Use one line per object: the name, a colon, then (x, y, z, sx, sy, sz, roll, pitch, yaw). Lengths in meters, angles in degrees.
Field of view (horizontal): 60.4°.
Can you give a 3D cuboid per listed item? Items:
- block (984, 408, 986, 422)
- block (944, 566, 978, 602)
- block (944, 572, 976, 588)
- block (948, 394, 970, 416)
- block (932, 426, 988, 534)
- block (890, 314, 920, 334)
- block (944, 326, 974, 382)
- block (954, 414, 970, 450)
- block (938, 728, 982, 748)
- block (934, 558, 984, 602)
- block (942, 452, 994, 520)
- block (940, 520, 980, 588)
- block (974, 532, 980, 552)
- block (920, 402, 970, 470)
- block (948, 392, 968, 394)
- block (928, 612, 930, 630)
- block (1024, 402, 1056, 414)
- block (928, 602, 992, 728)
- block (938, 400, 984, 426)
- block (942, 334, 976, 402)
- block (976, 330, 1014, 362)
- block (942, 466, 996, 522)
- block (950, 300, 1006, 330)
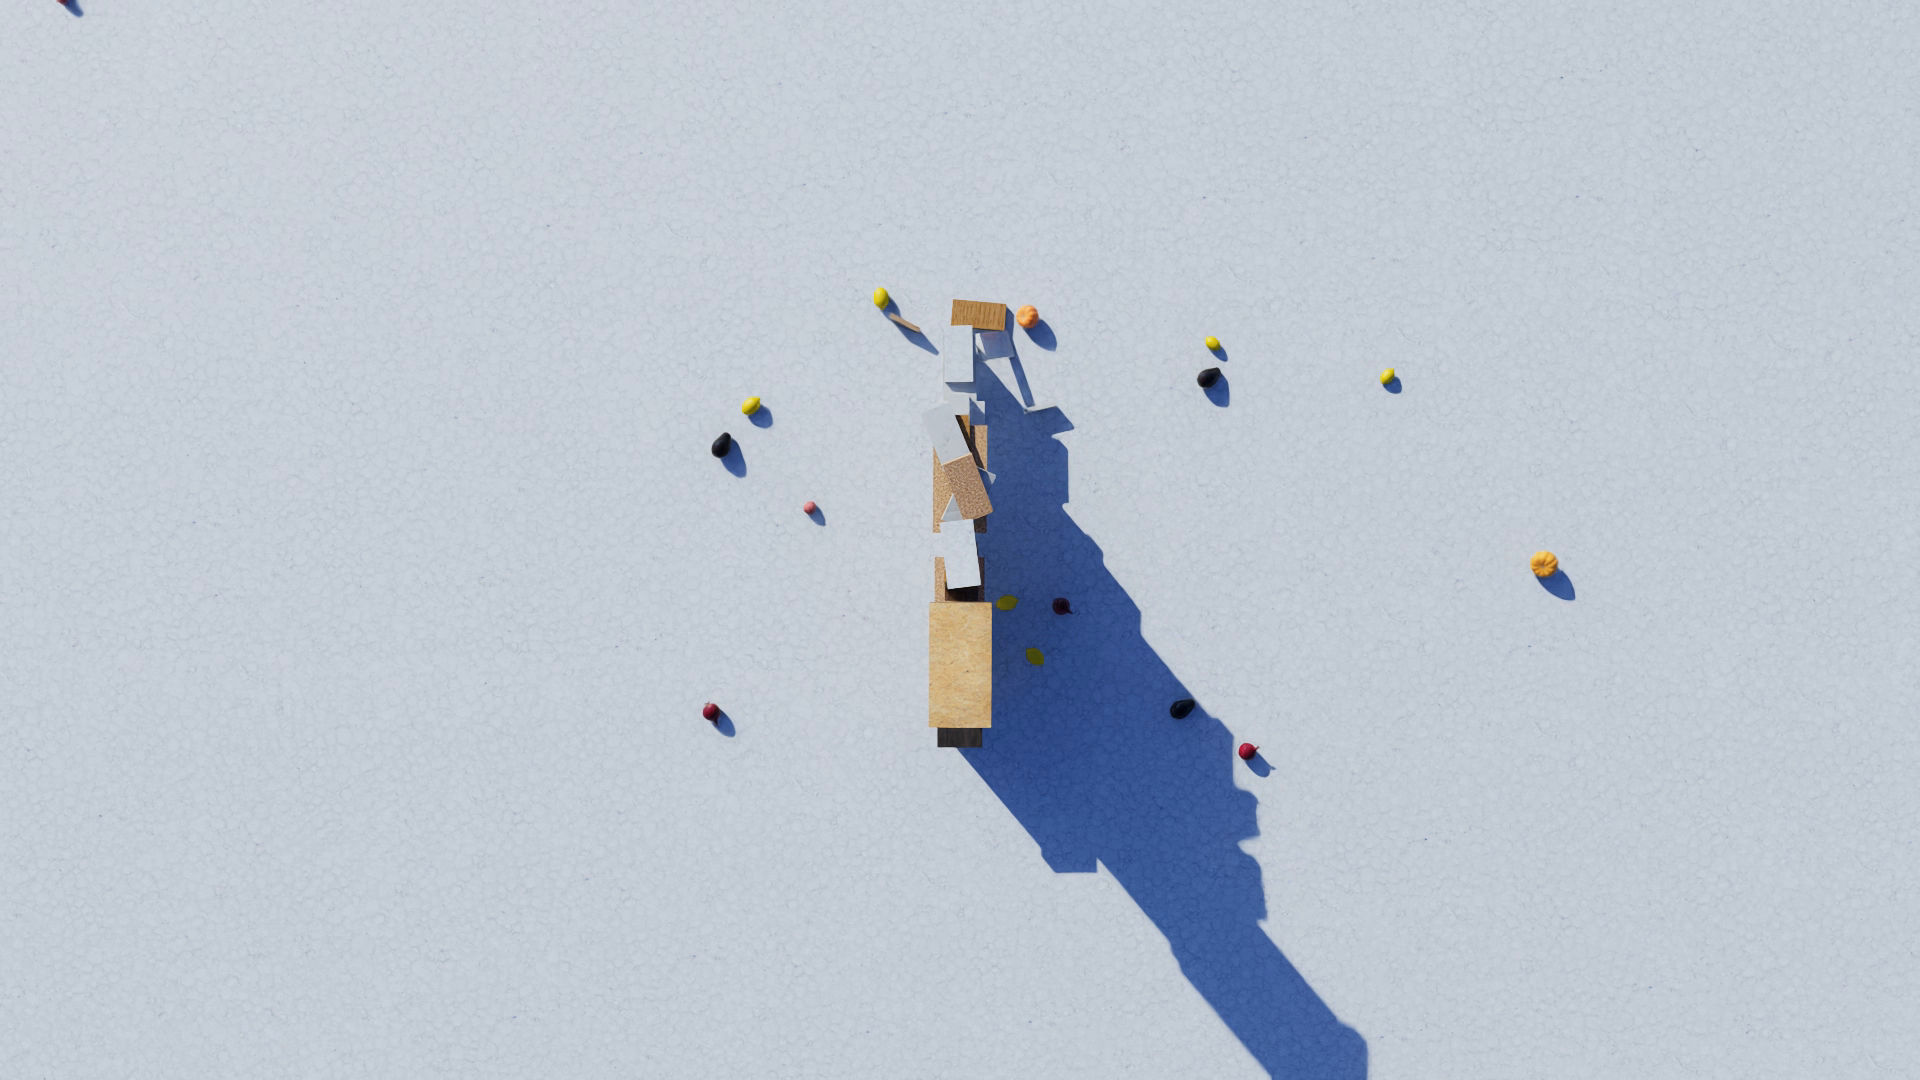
block: (0.007, -0.399, 5.355, 0.145, 0.291, 0.041, 1, 90, 0)
block: (0.005, 0.083, 4.933, 0.099, 0.028, 0.199, 0, 90, 0)
block: (0.002, 0.119, 4.823, 0.095, 0.190, 0.027, 0, 82, 0)
block: (-0.003, -0.380, 5.032, 0.064, 0.018, 0.128, -1, 91, 0)
block: (0.000, -0.178, 4.832, 0.157, 0.044, 0.314, 0, 90, 0)
block: (-0.183, -0.718, 5.473, 0.107, 0.054, 0.015, 28, 90, 0)
block: (-0.004, -0.591, 5.246, 0.089, 0.025, 0.178, -1, 90, 0)
block: (0.001, -0.311, 4.802, 0.054, 0.015, 0.107, -2, 90, 0)
block: (-0.001, 0.510, 5.197, 0.141, 0.040, 0.283, 0, 90, 0)
block: (-0.001, 0.209, 5.168, 0.155, 0.044, 0.310, 0, 90, 0)
block: (0.023, -0.150, 4.746, 0.090, 0.026, 0.181, -21, 102, 0)
block: (0.001, 0.040, 4.713, 0.095, 0.027, 0.190, -7, 90, 0)
block: (0.008, 0.003, 4.823, 0.095, 0.190, 0.027, 9, 79, 0)
block: (-0.039, -0.299, 4.780, 0.090, 0.026, 0.181, -22, 92, 1)
block: (-0.006, -0.448, 5.149, 0.064, 0.218, 0.018, 3, 93, 0)
block: (-0.002, 0.224, 4.658, 0.168, 0.336, 0.048, 1, 90, 0)
block: (0.265, -0.439, 5.473, 0.107, 0.054, 0.015, -13, 90, 0)
block: (0.001, 0.337, 4.466, 0.168, 0.048, 0.336, 0, 90, 0)
block: (0.003, -0.290, 5.189, 0.145, 0.041, 0.291, 1, 90, 0)
block: (-0.001, -0.548, 5.273, 0.106, 0.030, 0.211, -1, 90, 0)
block: (0.112, -0.638, 5.419, 0.025, 0.178, 0.089, -17, 90, 34)
block: (0.025, -0.124, 4.777, 0.090, 0.026, 0.181, 24, 99, -8)
block: (0.061, -0.748, 5.487, 0.178, 0.025, 0.089, 5, 90, 0)
